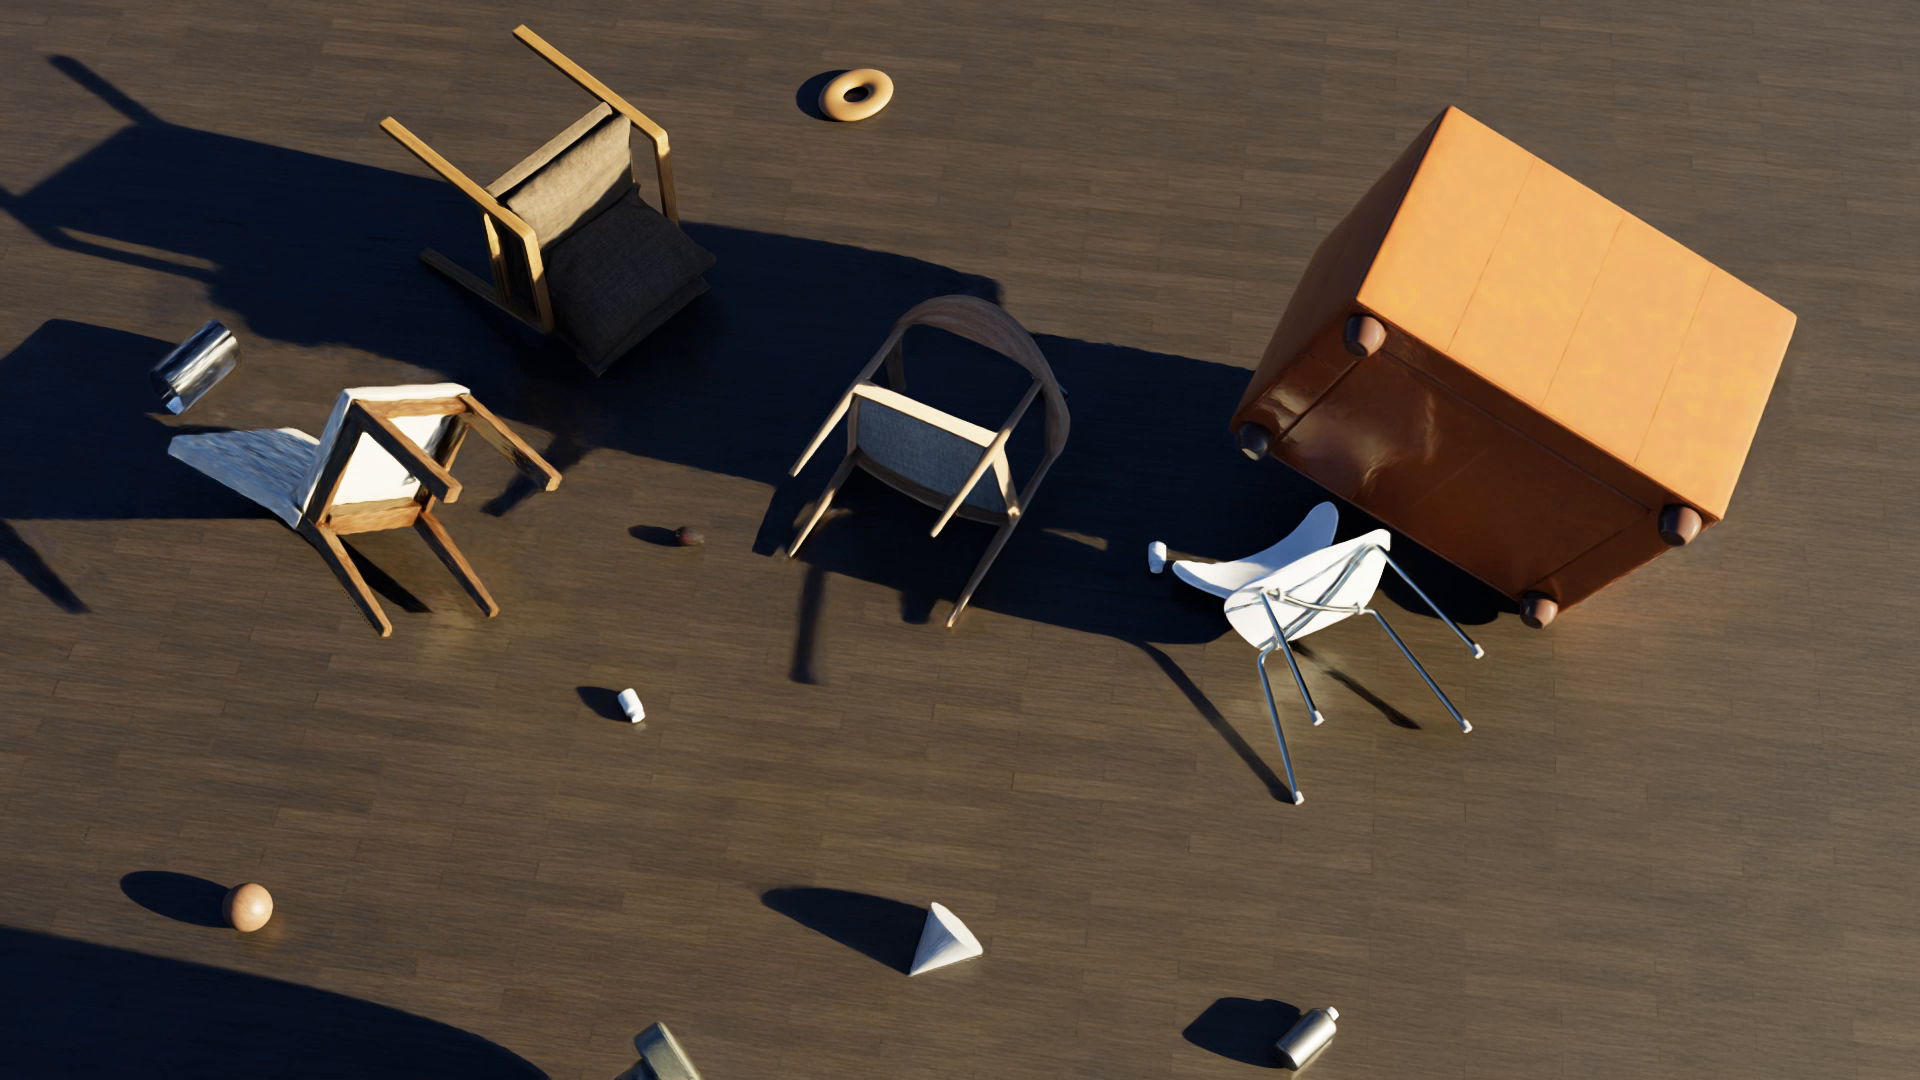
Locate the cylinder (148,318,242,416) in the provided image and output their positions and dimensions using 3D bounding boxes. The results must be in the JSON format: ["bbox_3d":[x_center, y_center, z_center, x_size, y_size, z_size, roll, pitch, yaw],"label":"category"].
[{"bbox_3d":[-2.363,-0.535,6.801,0.135,0.223,0.248,36,63,9],"label":"cylinder"}]

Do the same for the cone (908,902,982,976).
[{"bbox_3d":[-0.072,1.086,5.794,0.186,0.192,0.184,45,94,7],"label":"cone"}]

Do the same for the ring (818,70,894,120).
[{"bbox_3d":[-0.359,-1.535,7.581,0.281,0.039,0.217,-34,63,-20],"label":"ring"}]

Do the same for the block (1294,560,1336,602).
[{"bbox_3d":[1.042,0.121,6.468,0.083,0.041,0.091,35,63,21],"label":"block"}]
